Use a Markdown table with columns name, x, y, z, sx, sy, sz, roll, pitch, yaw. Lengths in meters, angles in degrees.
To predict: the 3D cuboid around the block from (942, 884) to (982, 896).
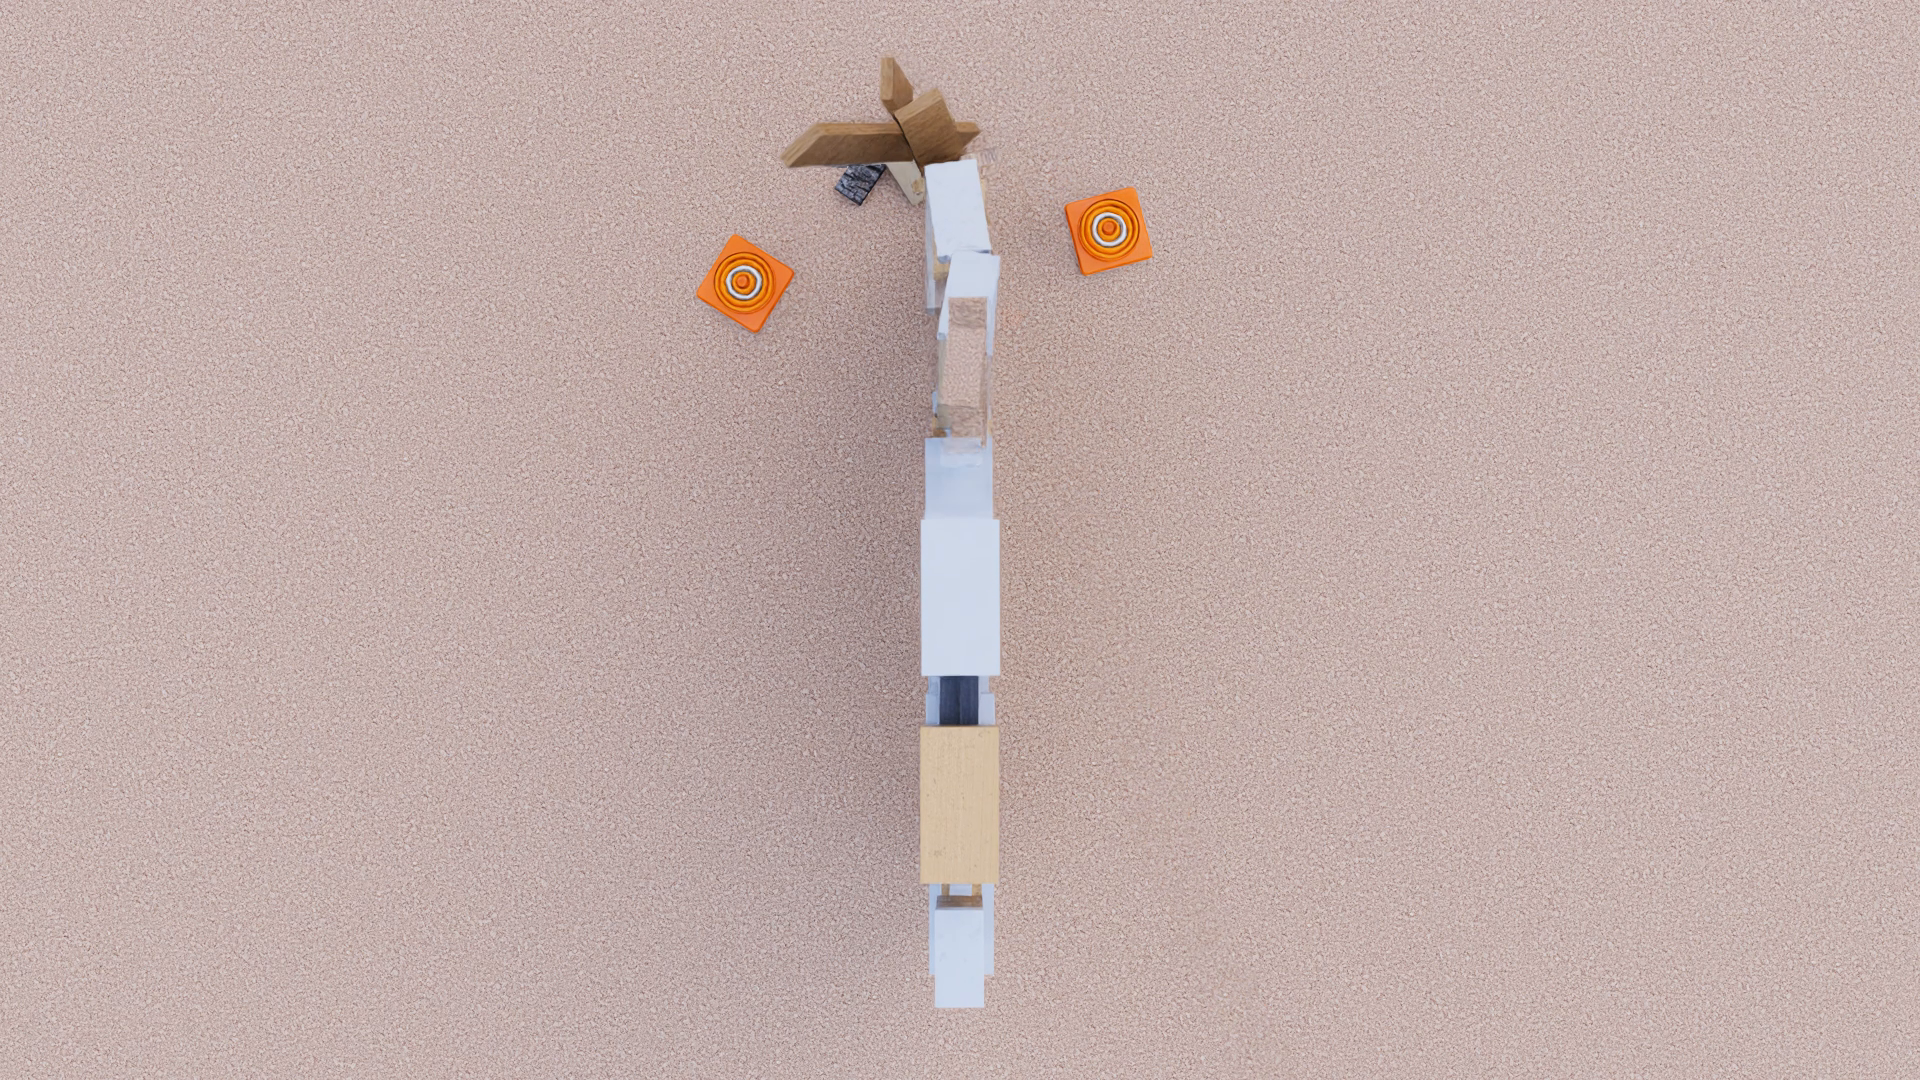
| name | x | y | z | sx | sy | sz | roll | pitch | yaw |
| --- | --- | --- | --- | --- | --- | --- | --- | --- | --- |
| block | 0.004 | 0.846 | 4.302 | 0.105 | 0.030 | 0.211 | 0 | 90 | 0 |

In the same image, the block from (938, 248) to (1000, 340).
| name | x | y | z | sx | sy | sz | roll | pitch | yaw |
| --- | --- | --- | --- | --- | --- | --- | --- | --- | --- |
| block | 0.024 | -0.641 | 4.351 | 0.126 | 0.036 | 0.253 | 9 | 69 | 2 |

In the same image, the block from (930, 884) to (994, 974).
| name | x | y | z | sx | sy | sz | roll | pitch | yaw |
| --- | --- | --- | --- | --- | --- | --- | --- | --- | --- |
| block | 0.004 | 1.016 | 4.553 | 0.176 | 0.050 | 0.353 | 0 | 90 | 0 |

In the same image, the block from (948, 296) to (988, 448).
| name | x | y | z | sx | sy | sz | roll | pitch | yaw |
| --- | --- | --- | --- | --- | --- | --- | --- | --- | --- |
| block | 0.021 | -0.424 | 4.220 | 0.096 | 0.027 | 0.405 | -1 | 118 | 0 |

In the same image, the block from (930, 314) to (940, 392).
| name | x | y | z | sx | sy | sz | roll | pitch | yaw |
| --- | --- | --- | --- | --- | --- | --- | --- | --- | --- |
| block | -0.004 | -0.597 | 4.775 | 0.164 | 0.046 | 0.328 | 0 | 90 | 0 |

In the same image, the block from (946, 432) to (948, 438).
| name | x | y | z | sx | sy | sz | roll | pitch | yaw |
| --- | --- | --- | --- | --- | --- | --- | --- | --- | --- |
| block | 0.003 | -0.277 | 4.661 | 0.086 | 0.172 | 0.024 | 2 | 110 | 0 |

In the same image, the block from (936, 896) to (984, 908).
| name | x | y | z | sx | sy | sz | roll | pitch | yaw |
| --- | --- | --- | --- | --- | --- | --- | --- | --- | --- |
| block | -0.001 | 0.941 | 4.169 | 0.118 | 0.237 | 0.034 | 0 | 90 | 0 |

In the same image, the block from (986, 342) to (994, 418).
| name | x | y | z | sx | sy | sz | roll | pitch | yaw |
| --- | --- | --- | --- | --- | --- | --- | --- | --- | --- |
| block | 0.019 | -0.459 | 4.413 | 0.131 | 0.037 | 0.262 | 4 | 77 | -1 |

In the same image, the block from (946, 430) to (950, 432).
| name | x | y | z | sx | sy | sz | roll | pitch | yaw |
| --- | --- | --- | --- | --- | --- | --- | --- | --- | --- |
| block | 0.000 | -0.308 | 4.504 | 0.056 | 0.317 | 0.016 | 4 | 97 | 3 |

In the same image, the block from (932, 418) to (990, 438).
| name | x | y | z | sx | sy | sz | roll | pitch | yaw |
| --- | --- | --- | --- | --- | --- | --- | --- | --- | --- |
| block | 0.004 | -0.199 | 5.116 | 0.179 | 0.051 | 0.358 | 0 | 90 | 0 |

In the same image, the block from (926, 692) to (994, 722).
| name | x | y | z | sx | sy | sz | roll | pitch | yaw |
| --- | --- | --- | --- | --- | --- | --- | --- | --- | --- |
| block | 0.001 | 0.562 | 4.177 | 0.173 | 0.049 | 0.346 | 0 | 90 | 0 |

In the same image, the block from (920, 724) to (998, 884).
| name | x | y | z | sx | sy | sz | roll | pitch | yaw |
| --- | --- | --- | --- | --- | --- | --- | --- | --- | --- |
| block | -0.001 | 0.603 | 3.772 | 0.178 | 0.050 | 0.356 | 0 | 90 | 0 |

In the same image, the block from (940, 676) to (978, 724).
| name | x | y | z | sx | sy | sz | roll | pitch | yaw |
| --- | --- | --- | --- | --- | --- | --- | --- | --- | --- |
| block | -0.002 | 0.359 | 3.953 | 0.093 | 0.026 | 0.185 | 0 | 89 | 0 |

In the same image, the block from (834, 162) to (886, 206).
| name | x | y | z | sx | sy | sz | roll | pitch | yaw |
| --- | --- | --- | --- | --- | --- | --- | --- | --- | --- |
| block | -0.318 | -1.225 | 5.486 | 0.101 | 0.029 | 0.203 | 34 | 90 | 0 |

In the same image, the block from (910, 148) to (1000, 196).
| name | x | y | z | sx | sy | sz | roll | pitch | yaw |
| --- | --- | --- | --- | --- | --- | --- | --- | --- | --- |
| block | -0.015 | -1.089 | 4.887 | 0.138 | 0.275 | 0.039 | -21 | 95 | -33 |

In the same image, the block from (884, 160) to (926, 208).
| name | x | y | z | sx | sy | sz | roll | pitch | yaw |
| --- | --- | --- | --- | --- | --- | --- | --- | --- | --- |
| block | -0.170 | -1.218 | 5.469 | 0.101 | 0.029 | 0.203 | -34 | 98 | -3 |

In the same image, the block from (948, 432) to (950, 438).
| name | x | y | z | sx | sy | sz | roll | pitch | yaw |
| --- | --- | --- | --- | --- | --- | --- | --- | --- | --- |
| block | 0.008 | -0.310 | 4.674 | 0.086 | 0.172 | 0.024 | 2 | 111 | -3 |

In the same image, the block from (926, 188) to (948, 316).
| name | x | y | z | sx | sy | sz | roll | pitch | yaw |
| --- | --- | --- | --- | --- | --- | --- | --- | --- | --- |
| block | -0.023 | -0.817 | 4.545 | 0.143 | 0.041 | 0.417 | -1 | 70 | 1 |

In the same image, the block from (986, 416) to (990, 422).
| name | x | y | z | sx | sy | sz | roll | pitch | yaw |
| --- | --- | --- | --- | --- | --- | --- | --- | --- | --- |
| block | 0.012 | -0.349 | 4.559 | 0.131 | 0.298 | 0.037 | 3 | 92 | -2 |

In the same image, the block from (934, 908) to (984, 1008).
| name | x | y | z | sx | sy | sz | roll | pitch | yaw |
| --- | --- | --- | --- | --- | --- | --- | --- | --- | --- |
| block | -0.001 | 1.020 | 4.034 | 0.118 | 0.034 | 0.237 | 0 | 90 | 0 |

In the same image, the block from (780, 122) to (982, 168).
| name | x | y | z | sx | sy | sz | roll | pitch | yaw |
| --- | --- | --- | --- | --- | --- | --- | --- | --- | --- |
| block | -0.207 | -1.188 | 4.930 | 0.138 | 1.195 | 0.039 | -37 | 88 | 25 |

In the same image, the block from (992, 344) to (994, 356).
| name | x | y | z | sx | sy | sz | roll | pitch | yaw |
| --- | --- | --- | --- | --- | --- | --- | --- | --- | --- |
| block | 0.017 | -0.454 | 4.565 | 0.131 | 0.262 | 0.037 | 3 | 60 | -2 |

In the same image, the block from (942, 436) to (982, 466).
| name | x | y | z | sx | sy | sz | roll | pitch | yaw |
| --- | --- | --- | --- | --- | --- | --- | --- | --- | --- |
| block | 0.004 | -0.217 | 4.009 | 0.096 | 0.192 | 0.027 | -1 | 105 | 1 |

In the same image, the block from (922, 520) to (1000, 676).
| name | x | y | z | sx | sy | sz | roll | pitch | yaw |
| --- | --- | --- | --- | --- | --- | --- | --- | --- | --- |
| block | 0.001 | 0.126 | 3.639 | 0.171 | 0.048 | 0.342 | 0 | 91 | 0 |

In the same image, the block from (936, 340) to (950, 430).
| name | x | y | z | sx | sy | sz | roll | pitch | yaw |
| --- | --- | --- | --- | --- | --- | --- | --- | --- | --- |
| block | 0.006 | -0.417 | 4.338 | 0.126 | 0.036 | 0.255 | 2 | 84 | -1 |

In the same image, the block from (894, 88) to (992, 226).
| name | x | y | z | sx | sy | sz | roll | pitch | yaw |
| --- | --- | --- | --- | --- | --- | --- | --- | --- | --- |
| block | -0.042 | -1.128 | 5.070 | 0.142 | 0.879 | 0.040 | -31 | 74 | 2 |

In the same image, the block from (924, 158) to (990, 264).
| name | x | y | z | sx | sy | sz | roll | pitch | yaw |
| --- | --- | --- | --- | --- | --- | --- | --- | --- | --- |
| block | -0.007 | -0.896 | 4.487 | 0.143 | 0.041 | 0.286 | -8 | 70 | -1 |

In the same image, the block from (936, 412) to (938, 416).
| name | x | y | z | sx | sy | sz | roll | pitch | yaw |
| --- | --- | --- | --- | --- | --- | --- | --- | --- | --- |
| block | 0.003 | -0.547 | 5.151 | 0.163 | 0.046 | 0.326 | 0 | 90 | 0 |

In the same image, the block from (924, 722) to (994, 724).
| name | x | y | z | sx | sy | sz | roll | pitch | yaw |
| --- | --- | --- | --- | --- | --- | --- | --- | --- | --- |
| block | -0.001 | 0.484 | 3.975 | 0.178 | 0.356 | 0.050 | 0 | 90 | 0 |

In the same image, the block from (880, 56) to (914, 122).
| name | x | y | z | sx | sy | sz | roll | pitch | yaw |
| --- | --- | --- | --- | --- | --- | --- | --- | --- | --- |
| block | -0.203 | -1.447 | 5.355 | 0.039 | 0.275 | 0.138 | 0 | 84 | 12 |

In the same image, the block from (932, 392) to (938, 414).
| name | x | y | z | sx | sy | sz | roll | pitch | yaw |
| --- | --- | --- | --- | --- | --- | --- | --- | --- | --- |
| block | -0.002 | -0.457 | 4.963 | 0.164 | 0.328 | 0.046 | -1 | 76 | 0 |

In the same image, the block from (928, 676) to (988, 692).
| name | x | y | z | sx | sy | sz | roll | pitch | yaw |
| --- | --- | --- | --- | --- | --- | --- | --- | --- | --- |
| block | -0.004 | 0.365 | 4.572 | 0.166 | 0.047 | 0.332 | 0 | 90 | 0 |

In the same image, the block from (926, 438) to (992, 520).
| name | x | y | z | sx | sy | sz | roll | pitch | yaw |
| --- | --- | --- | --- | --- | --- | --- | --- | --- | --- |
| block | -0.002 | -0.093 | 4.370 | 0.176 | 0.050 | 0.352 | 0 | 91 | 0 |

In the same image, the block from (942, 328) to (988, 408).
| name | x | y | z | sx | sy | sz | roll | pitch | yaw |
| --- | --- | --- | --- | --- | --- | --- | --- | --- | --- |
| block | 0.012 | -0.429 | 4.098 | 0.096 | 0.027 | 0.192 | 6 | 92 | 18 |

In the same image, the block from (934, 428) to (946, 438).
| name | x | y | z | sx | sy | sz | roll | pitch | yaw |
| --- | --- | --- | --- | --- | --- | --- | --- | --- | --- |
| block | -0.003 | -0.173 | 4.768 | 0.149 | 0.042 | 0.299 | 0 | 90 | 0 |

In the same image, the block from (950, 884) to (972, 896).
| name | x | y | z | sx | sy | sz | roll | pitch | yaw |
| --- | --- | --- | --- | --- | --- | --- | --- | --- | --- |
| block | 0.003 | 0.841 | 4.169 | 0.055 | 0.016 | 0.111 | 2 | 90 | 0 |

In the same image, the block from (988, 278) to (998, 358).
| name | x | y | z | sx | sy | sz | roll | pitch | yaw |
| --- | --- | --- | --- | --- | --- | --- | --- | --- | --- |
| block | 0.031 | -0.616 | 4.406 | 0.126 | 0.036 | 0.253 | 5 | 80 | -1 |

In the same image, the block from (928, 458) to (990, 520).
| name | x | y | z | sx | sy | sz | roll | pitch | yaw |
| --- | --- | --- | --- | --- | --- | --- | --- | --- | --- |
| block | -0.002 | -0.049 | 4.025 | 0.149 | 0.042 | 0.299 | 0 | 91 | 0 |

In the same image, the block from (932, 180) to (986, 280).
| name | x | y | z | sx | sy | sz | roll | pitch | yaw |
| --- | --- | --- | --- | --- | --- | --- | --- | --- | --- |
| block | -0.002 | -0.850 | 4.514 | 0.143 | 0.041 | 0.286 | -1 | 70 | 1 |
